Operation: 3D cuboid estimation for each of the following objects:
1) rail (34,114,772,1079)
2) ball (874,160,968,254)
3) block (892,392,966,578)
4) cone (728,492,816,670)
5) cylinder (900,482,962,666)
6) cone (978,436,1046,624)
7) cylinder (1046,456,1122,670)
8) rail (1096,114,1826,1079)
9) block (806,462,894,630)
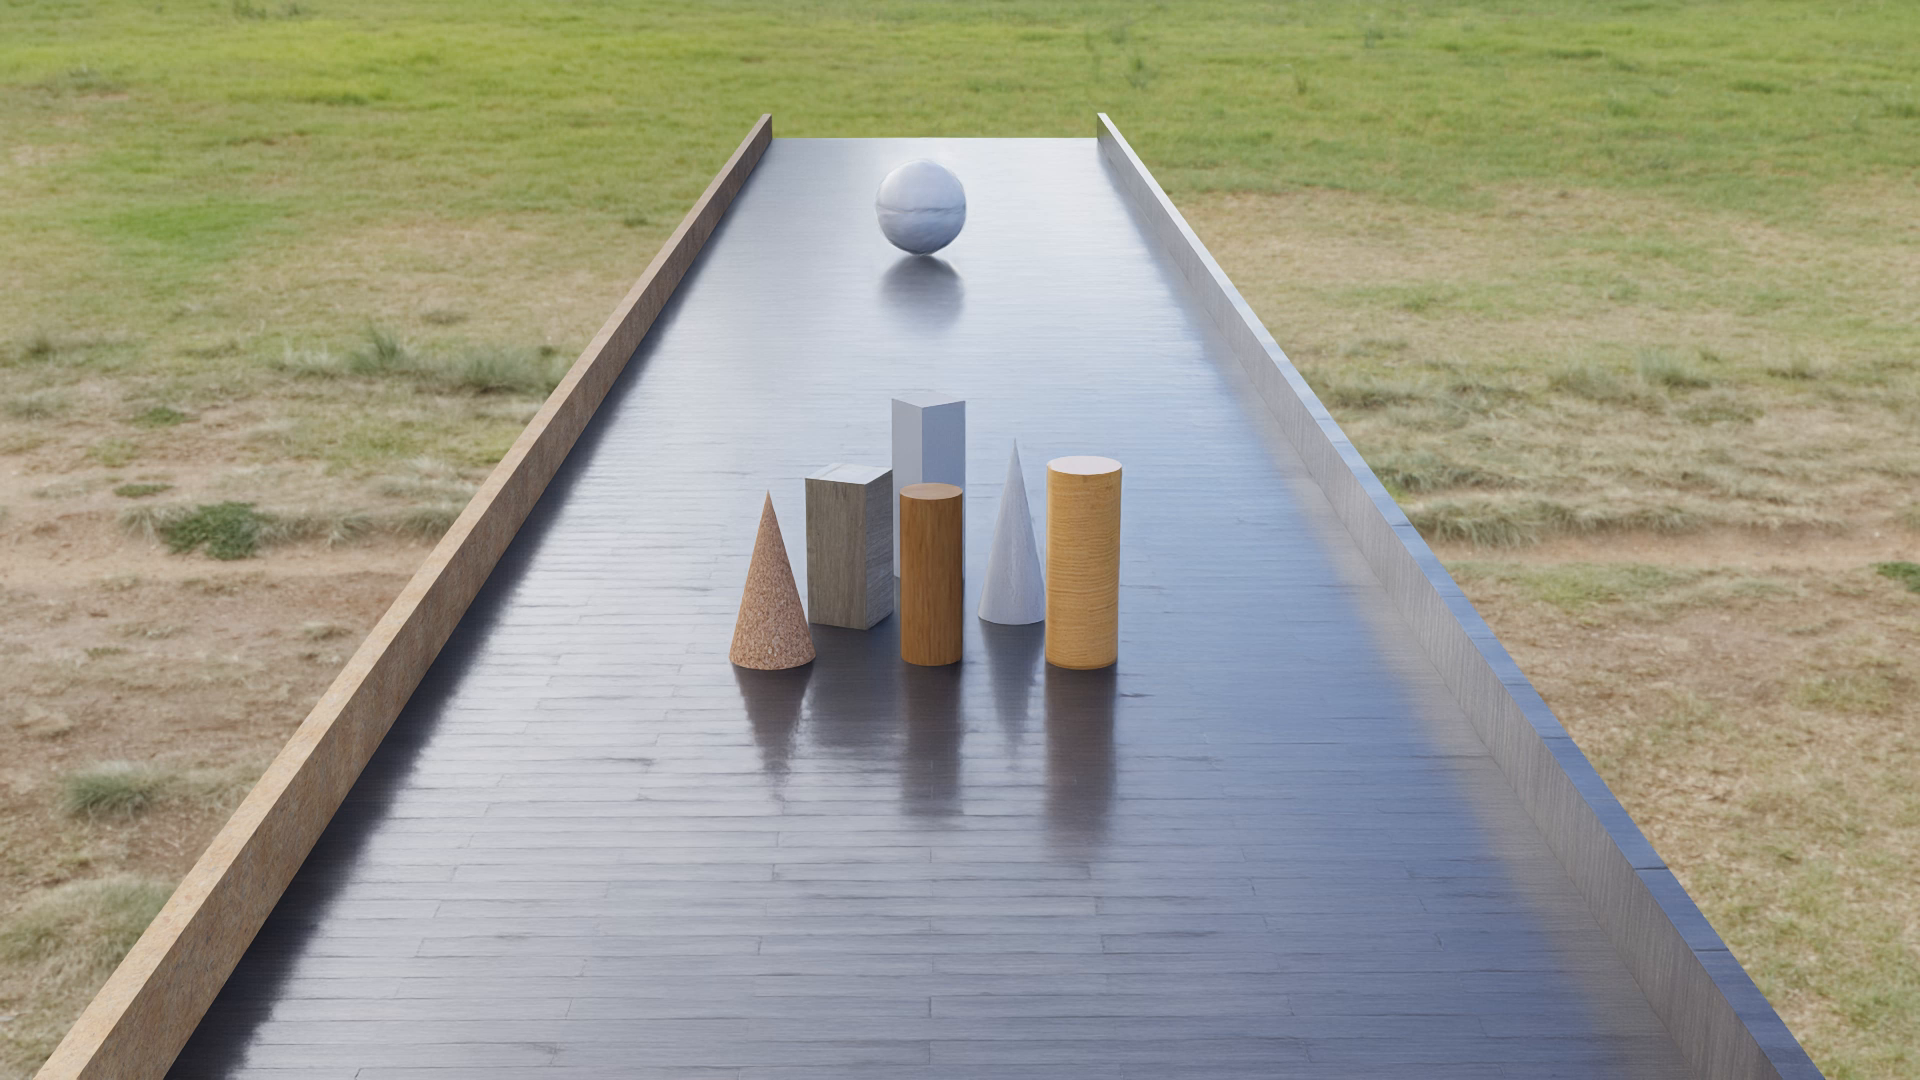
[{"bbox_3d":[-1.118,-0.838,7.780,0.050,0.150,12.000,0,17,-1],"label":"rail"},{"bbox_3d":[-0.164,-1.397,9.235,0.393,0.393,0.393,0,17,0],"label":"ball"},{"bbox_3d":[-0.069,-0.114,4.893,0.117,0.409,0.117,-12,20,-34],"label":"block"},{"bbox_3d":[-0.379,0.065,4.396,0.175,0.348,0.175,0,17,0],"label":"cone"},{"bbox_3d":[-0.057,0.068,4.394,0.125,0.344,0.125,0,17,0],"label":"cylinder"},{"bbox_3d":[0.115,-0.030,4.646,0.155,0.389,0.155,0,17,0],"label":"cone"},{"bbox_3d":[0.244,0.044,4.376,0.147,0.400,0.147,0,17,0],"label":"cylinder"},{"bbox_3d":[0.932,-0.844,7.801,0.050,0.150,12.000,0,17,-1],"label":"rail"},{"bbox_3d":[-0.231,0.012,4.634,0.137,0.315,0.137,7,18,21],"label":"block"}]
